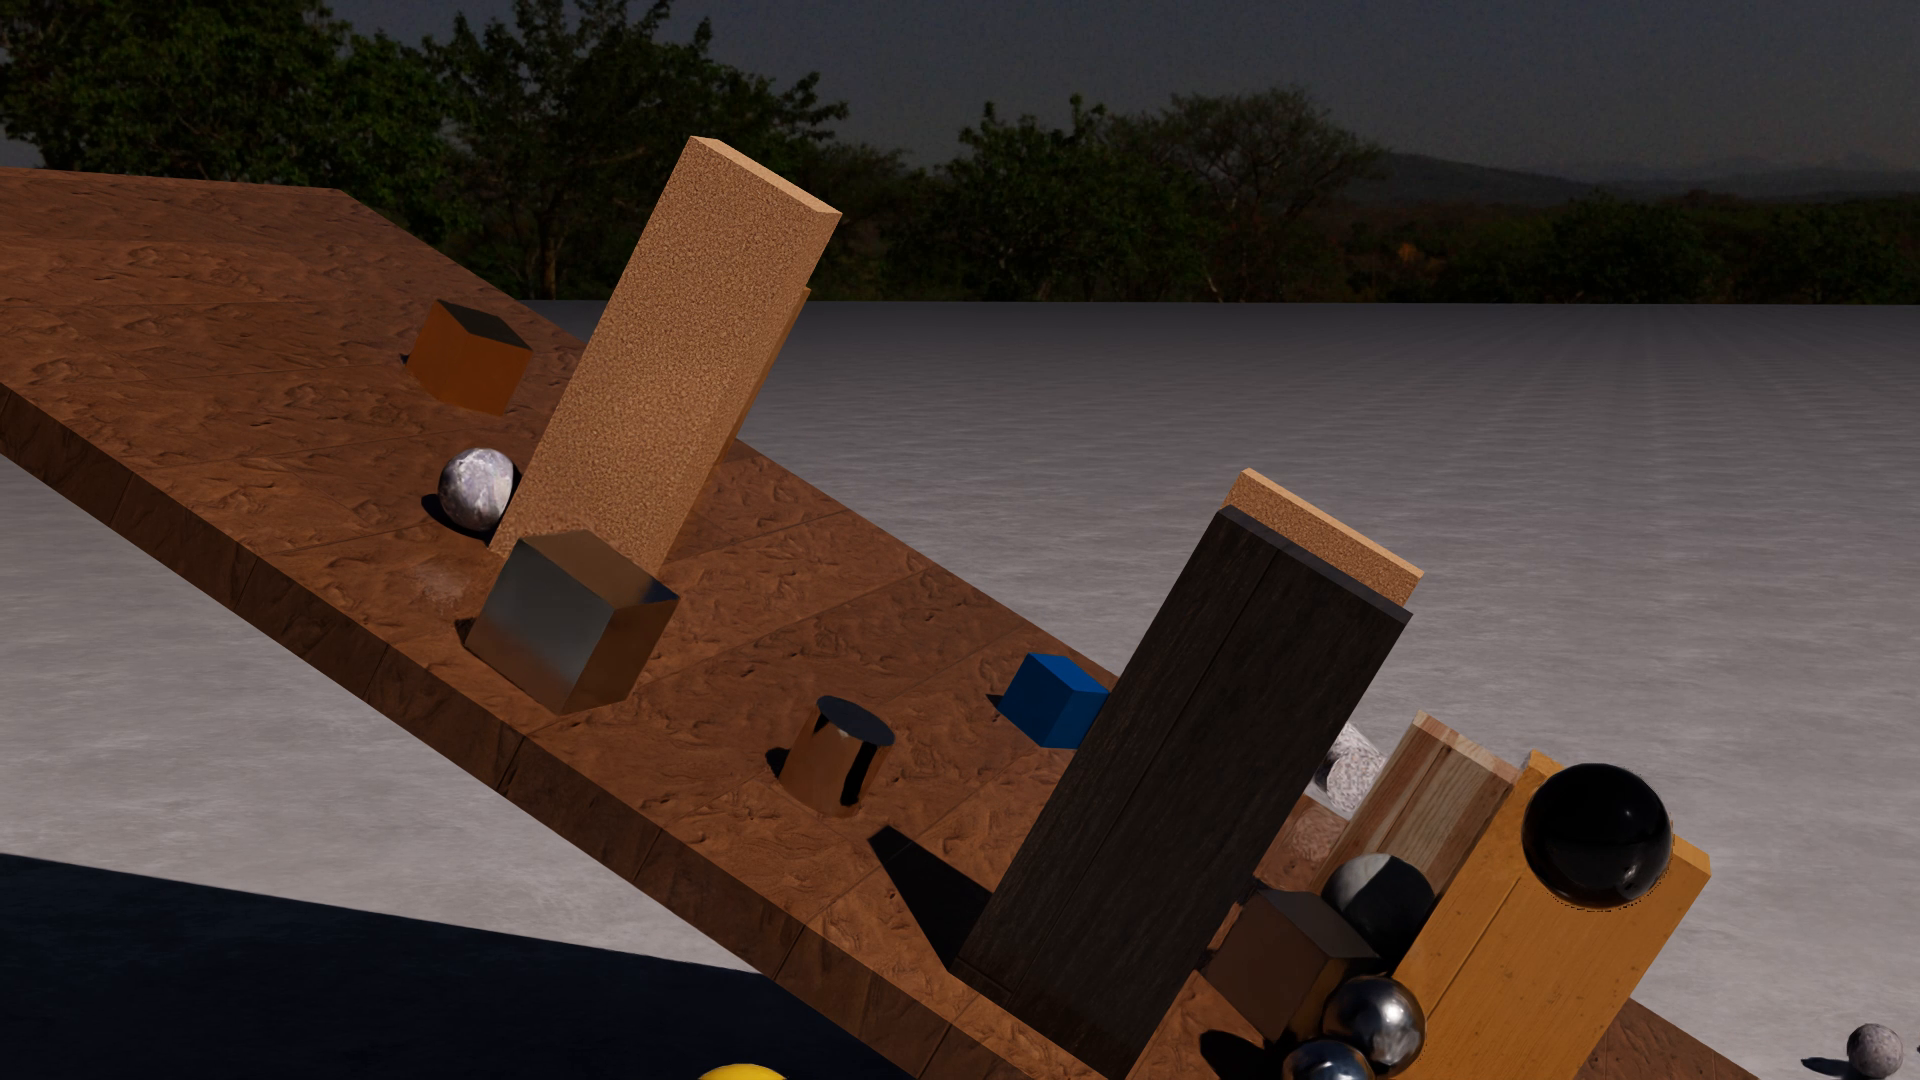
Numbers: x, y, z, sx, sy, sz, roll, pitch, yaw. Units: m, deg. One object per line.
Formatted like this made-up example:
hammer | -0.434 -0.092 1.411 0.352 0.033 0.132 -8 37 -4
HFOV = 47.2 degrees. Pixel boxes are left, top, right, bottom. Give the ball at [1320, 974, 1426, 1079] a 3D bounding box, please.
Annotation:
ball | 0.648 0.765 3.456 0.164 0.164 0.164 0 7 0

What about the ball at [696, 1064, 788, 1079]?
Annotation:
ball | -0.288 0.790 2.890 0.199 0.199 0.199 0 7 0

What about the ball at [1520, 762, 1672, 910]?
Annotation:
ball | 0.875 0.407 3.025 0.200 0.200 0.200 0 7 0

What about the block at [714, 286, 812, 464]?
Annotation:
block | -0.559 -0.428 4.906 0.265 0.446 0.103 32 15 11

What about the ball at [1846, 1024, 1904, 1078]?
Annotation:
ball | 2.112 1.179 5.076 0.123 0.123 0.123 0 7 0

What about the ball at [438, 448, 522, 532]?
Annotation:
ball | -0.833 -0.088 3.826 0.146 0.146 0.146 0 7 0

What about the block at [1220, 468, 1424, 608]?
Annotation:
block | 0.568 0.242 4.328 0.395 0.653 0.090 32 15 11

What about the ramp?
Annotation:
ramp | -0.195 0.321 4.133 4.000 0.100 2.000 32 15 11

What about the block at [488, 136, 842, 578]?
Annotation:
block | -0.506 -0.264 3.730 0.255 0.799 0.116 32 15 11

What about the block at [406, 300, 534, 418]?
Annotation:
block | -0.995 -0.368 4.457 0.156 0.156 0.156 14 21 -46

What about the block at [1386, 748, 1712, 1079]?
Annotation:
block | 0.914 0.684 3.587 0.322 0.595 0.133 32 15 11

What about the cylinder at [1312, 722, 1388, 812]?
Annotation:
cylinder | 0.884 0.518 5.049 0.160 0.160 0.160 -2 19 -14

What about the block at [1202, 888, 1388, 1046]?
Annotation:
block | 0.557 0.711 3.657 0.180 0.180 0.180 13 21 -47

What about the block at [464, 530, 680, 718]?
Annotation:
block | -0.601 0.126 3.420 0.197 0.197 0.197 34 15 17

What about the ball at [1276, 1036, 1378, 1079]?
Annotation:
ball | 0.553 0.825 3.313 0.152 0.152 0.152 0 7 0

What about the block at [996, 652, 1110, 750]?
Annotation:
block | 0.187 0.321 4.382 0.134 0.134 0.134 39 17 34

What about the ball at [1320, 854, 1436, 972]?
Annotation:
ball | 0.722 0.643 3.797 0.203 0.203 0.203 0 7 0

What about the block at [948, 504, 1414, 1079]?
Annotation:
block | 0.306 0.366 3.128 0.297 0.789 0.103 32 15 11

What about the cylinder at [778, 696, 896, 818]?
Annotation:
cylinder | -0.199 0.349 3.538 0.141 0.141 0.141 27 14 -8

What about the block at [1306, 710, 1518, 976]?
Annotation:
block | 0.857 0.618 3.928 0.387 0.484 0.131 32 15 11
